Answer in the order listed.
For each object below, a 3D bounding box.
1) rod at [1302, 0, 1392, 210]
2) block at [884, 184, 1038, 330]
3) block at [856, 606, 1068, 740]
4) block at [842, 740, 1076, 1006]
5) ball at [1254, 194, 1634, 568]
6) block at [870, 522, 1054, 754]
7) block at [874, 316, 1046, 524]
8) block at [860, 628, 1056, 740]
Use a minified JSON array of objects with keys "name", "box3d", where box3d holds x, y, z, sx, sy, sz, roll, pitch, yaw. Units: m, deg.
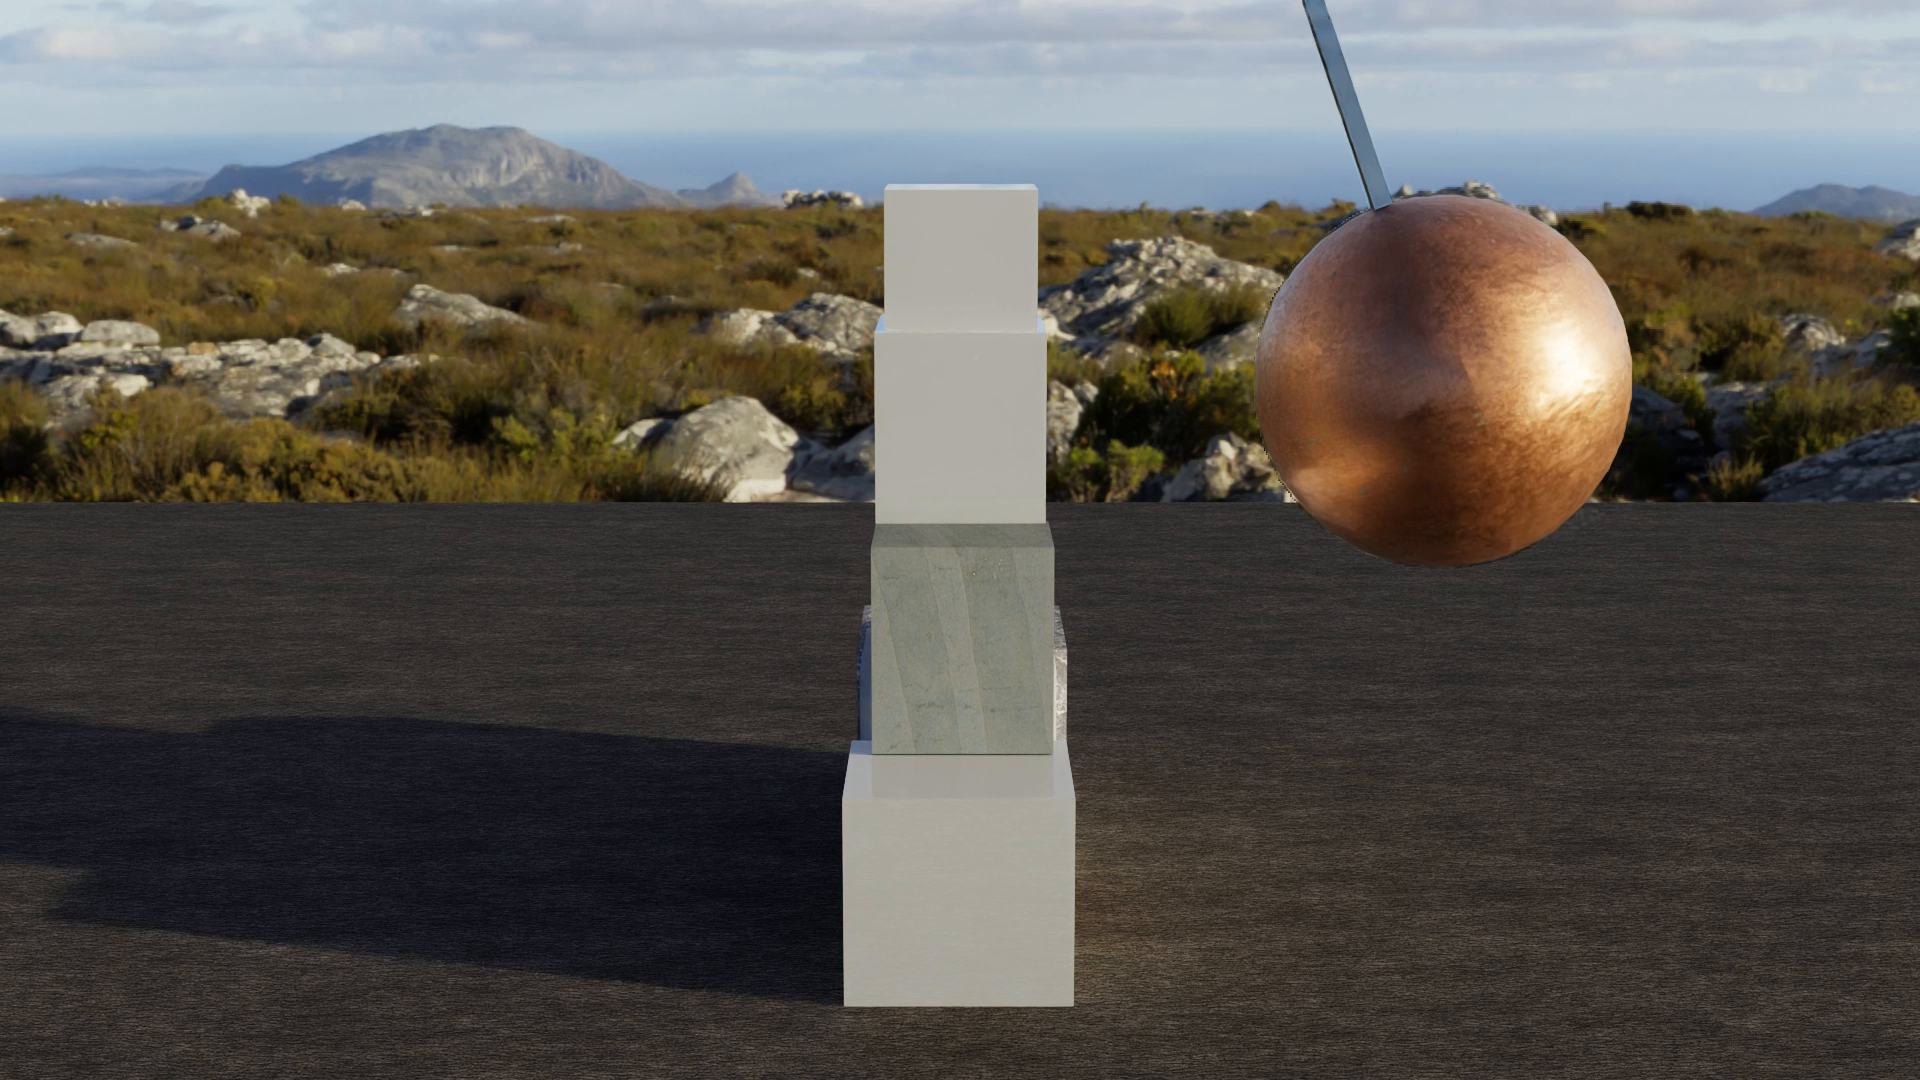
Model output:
[{"name":"rod","box3d":[0.899,-3.821,10.486,0.080,5.200,0.080,-20,10,4]},{"name":"block","box3d":[0.004,-1.217,10.977,0.638,0.585,0.656,0,10,0]},{"name":"block","box3d":[0.009,0.842,12.541,0.981,0.856,1.007,0,10,0]},{"name":"block","box3d":[-0.004,1.299,10.131,0.876,0.820,0.854,0,10,0]},{"name":"ball","box3d":[2.074,-0.682,11.056,1.600,1.600,1.600,0,10,0]},{"name":"block","box3d":[0.011,0.388,10.530,0.724,0.835,0.702,0,9,0]},{"name":"block","box3d":[0.002,-0.536,11.098,0.714,0.799,0.852,0,10,0]},{"name":"block","box3d":[-0.008,0.959,11.601,0.850,0.962,0.866,0,10,0]}]
